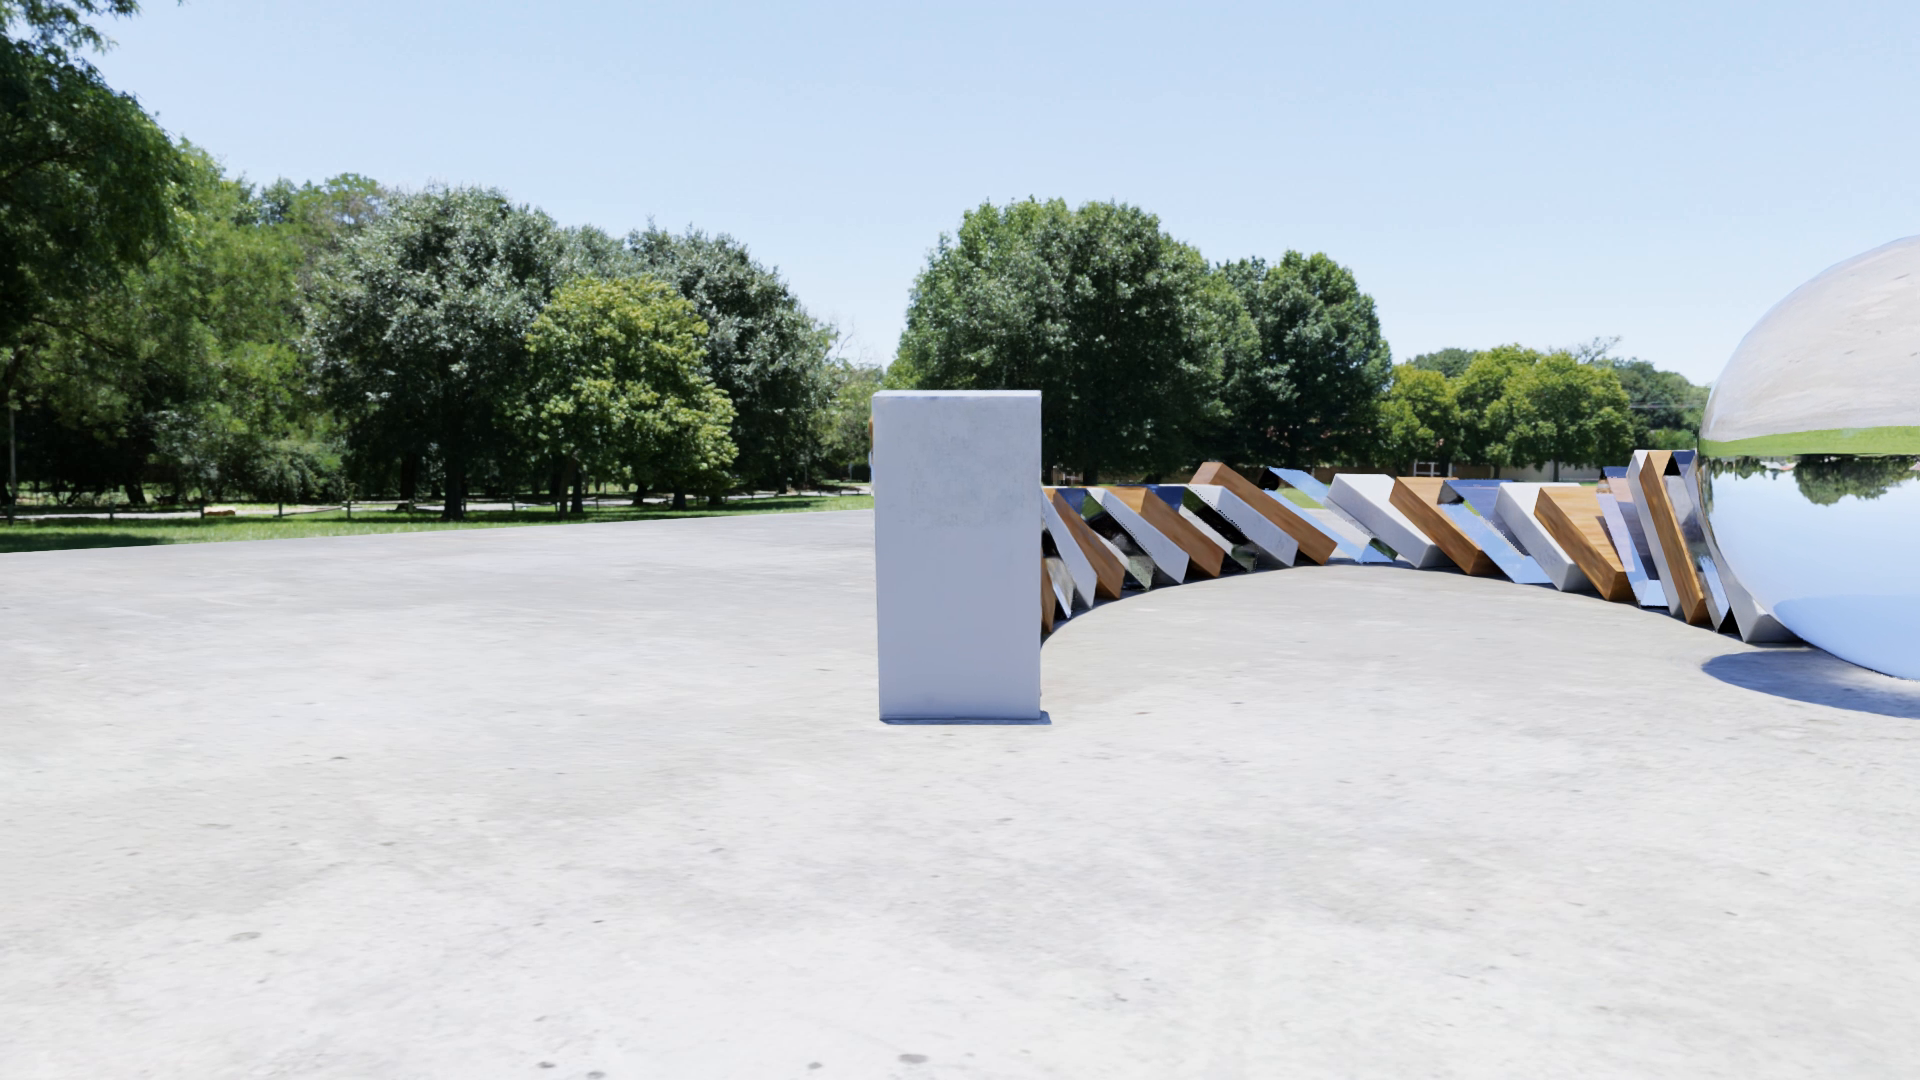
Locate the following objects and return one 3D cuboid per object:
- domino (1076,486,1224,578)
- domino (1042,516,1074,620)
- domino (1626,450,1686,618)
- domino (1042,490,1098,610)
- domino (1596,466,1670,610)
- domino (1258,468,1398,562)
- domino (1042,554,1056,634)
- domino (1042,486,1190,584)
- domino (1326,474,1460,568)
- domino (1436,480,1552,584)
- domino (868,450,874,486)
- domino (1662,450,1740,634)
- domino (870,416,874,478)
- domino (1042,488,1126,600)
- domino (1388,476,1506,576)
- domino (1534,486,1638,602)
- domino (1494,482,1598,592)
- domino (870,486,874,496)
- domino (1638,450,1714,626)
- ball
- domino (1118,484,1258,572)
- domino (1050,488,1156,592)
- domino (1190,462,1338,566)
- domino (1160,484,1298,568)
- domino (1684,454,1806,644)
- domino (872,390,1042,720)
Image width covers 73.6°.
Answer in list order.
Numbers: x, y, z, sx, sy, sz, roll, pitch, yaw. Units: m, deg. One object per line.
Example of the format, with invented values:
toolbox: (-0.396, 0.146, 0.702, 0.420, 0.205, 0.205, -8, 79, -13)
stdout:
domino: (0.059, -0.002, 0.398, 0.025, 0.009, 0.050, 4, -19, 42)
domino: (0.008, 0.003, 0.294, 0.025, 0.009, 0.050, 1, -27, 19)
domino: (0.190, -0.002, 0.327, 0.025, 0.009, 0.050, 1, 47, 10)
domino: (0.015, 0.002, 0.316, 0.025, 0.009, 0.050, 2, -25, 23)
domino: (0.191, -0.001, 0.344, 0.025, 0.010, 0.050, 1, 38, 10)
domino: (0.135, -0.009, 0.469, 0.025, 0.009, 0.050, 1, 31, -43)
domino: (0.004, 0.003, 0.273, 0.025, 0.009, 0.050, 1, -32, 16)
domino: (0.044, -0.001, 0.380, 0.025, 0.010, 0.050, 4, -20, 41)
domino: (0.156, -0.007, 0.454, 0.025, 0.009, 0.050, -1, 31, -27)
domino: (0.178, -0.004, 0.413, 0.025, 0.009, 0.050, -1, 30, -11)
domino: (-0.001, 0.002, 0.232, 0.025, 0.050, 0.009, 1, 41, 7)
domino: (0.185, 0.000, 0.300, 0.025, 0.009, 0.050, 1, 47, 10)
domino: (-0.001, 0.002, 0.215, 0.025, 0.050, 0.010, 0, 28, 5)
domino: (0.023, 0.001, 0.338, 0.025, 0.010, 0.050, 3, -22, 30)
domino: (0.170, -0.005, 0.434, 0.025, 0.010, 0.050, 0, 30, -16)
domino: (0.187, 0.000, 0.366, 0.025, 0.010, 0.050, 0, 29, -1)
domino: (0.185, -0.002, 0.389, 0.025, 0.009, 0.050, 0, 30, -2)
domino: (0.001, 0.003, 0.252, 0.025, 0.010, 0.050, 1, -39, 13)
domino: (0.186, -0.001, 0.314, 0.025, 0.009, 0.050, 1, 47, 10)
ball: (0.175, -0.014, 0.225, 0.080, 0.080, 0.080, 0, 4, 0)
domino: (0.073, -0.003, 0.415, 0.025, 0.009, 0.050, 4, -19, 42)
domino: (0.033, 0.000, 0.359, 0.025, 0.009, 0.050, 3, -21, 32)
domino: (0.107, -0.010, 0.456, 0.050, 0.009, 0.025, 34, 1, -6)
domino: (0.090, -0.005, 0.433, 0.025, 0.010, 0.050, 5, -18, 46)
domino: (0.183, 0.001, 0.286, 0.025, 0.010, 0.050, 1, 47, 10)
domino: (0.000, 0.002, 0.198, 0.025, 0.050, 0.009, 0, 12, 4)
